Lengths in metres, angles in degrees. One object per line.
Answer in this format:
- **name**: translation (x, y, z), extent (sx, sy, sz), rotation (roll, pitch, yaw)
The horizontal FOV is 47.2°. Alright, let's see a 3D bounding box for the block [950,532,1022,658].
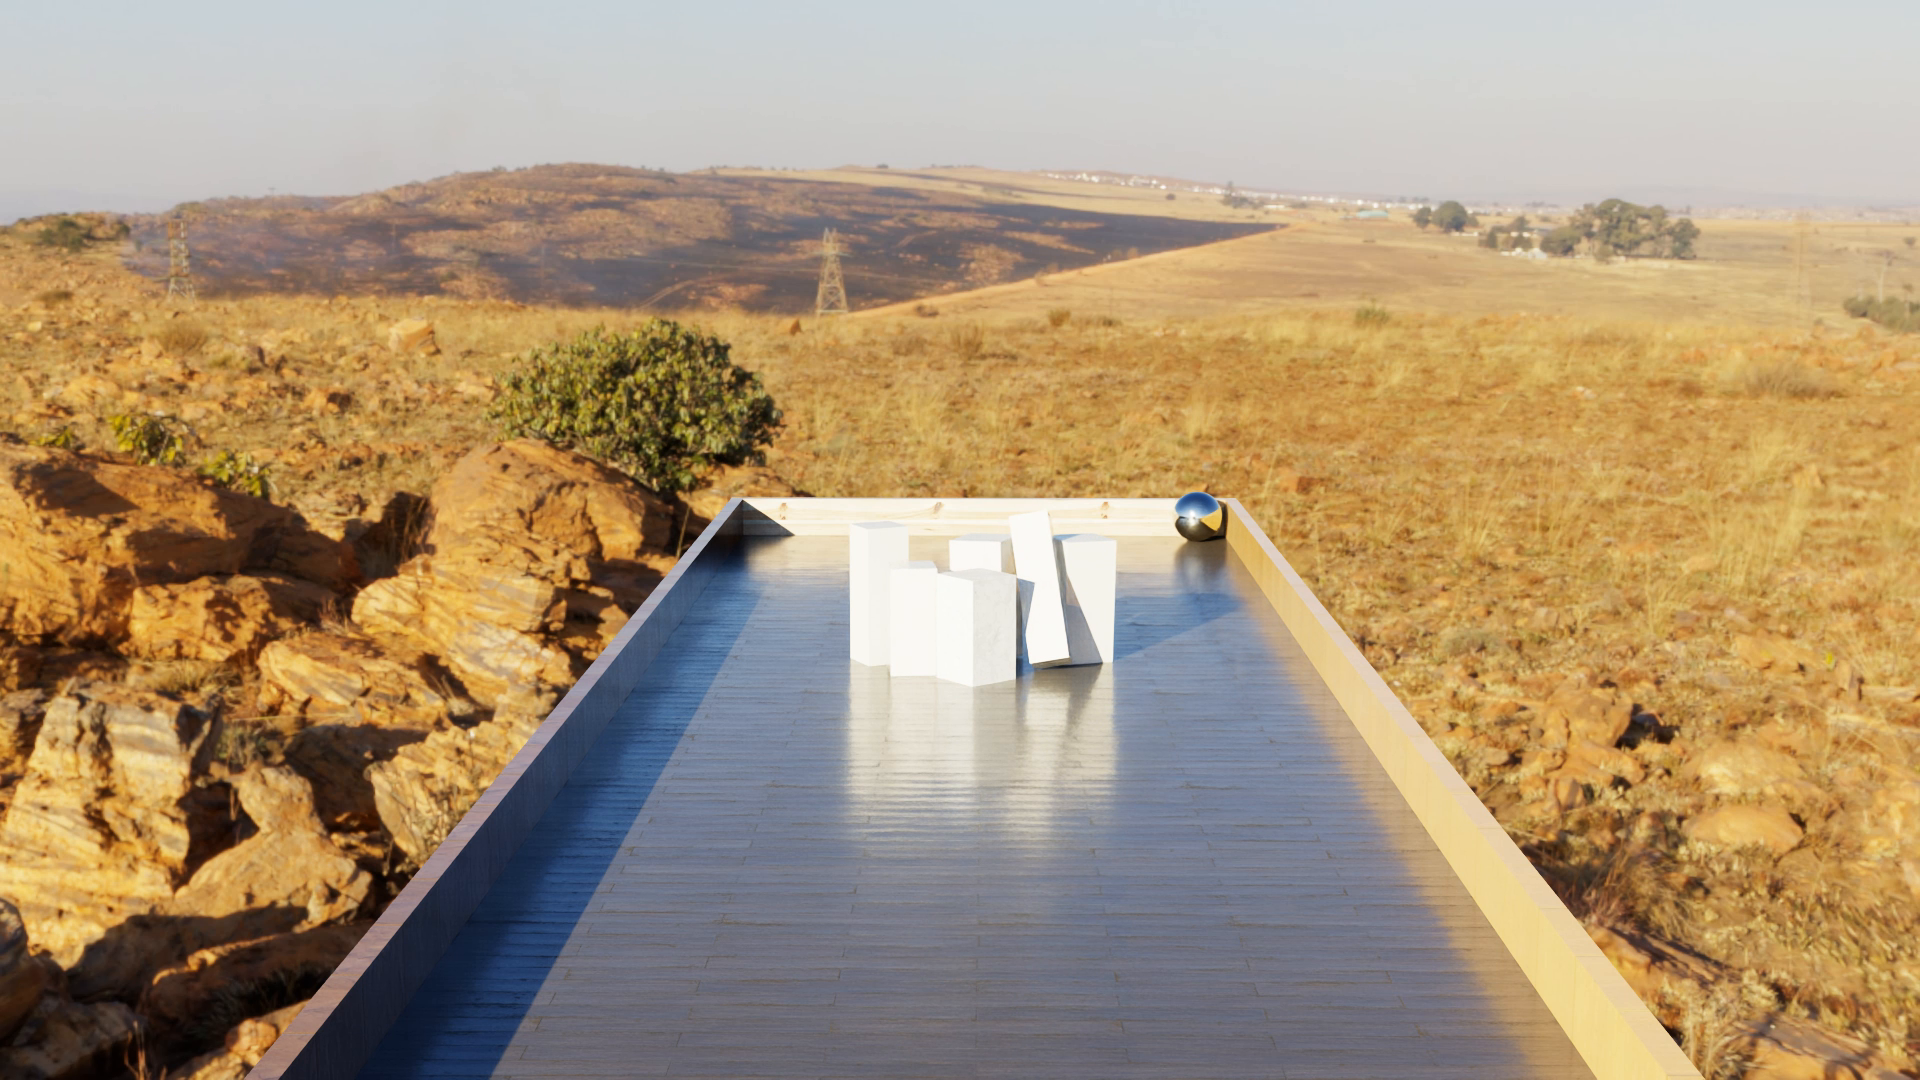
- **block**: translation (0.081, 0.177, 6.681), extent (0.164, 0.374, 0.164), rotation (2, 9, 22)

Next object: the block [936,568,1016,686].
- **block**: translation (0.048, 0.253, 6.429), extent (0.164, 0.309, 0.164), rotation (-7, 12, -39)

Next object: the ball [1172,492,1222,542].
- **ball**: translation (0.967, -0.097, 8.969), extent (0.204, 0.204, 0.204), rotation (0, 9, 0)

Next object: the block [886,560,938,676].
- **block**: translation (-0.143, 0.232, 6.529), extent (0.137, 0.319, 0.137), rotation (-1, 9, -6)

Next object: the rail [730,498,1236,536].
- **rail**: translation (0.099, -0.098, 9.147), extent (2.100, 0.150, 0.050), rotation (0, 9, 1)

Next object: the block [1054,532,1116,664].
- **block**: translation (0.361, 0.177, 6.692), extent (0.162, 0.372, 0.162), rotation (-2, 9, -22)

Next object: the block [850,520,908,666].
- **block**: translation (-0.245, 0.160, 6.669), extent (0.134, 0.416, 0.134), rotation (-5, 10, -27)

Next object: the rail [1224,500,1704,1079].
- **rail**: translation (1.046, 0.843, 3.208), extent (0.050, 0.150, 12.000), rotation (0, 9, 1)

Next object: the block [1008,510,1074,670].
- **block**: translation (0.242, 0.148, 6.557), extent (0.117, 0.450, 0.117), rotation (-10, -13, 7)

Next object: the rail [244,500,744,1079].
- **rail**: translation (-1.004, 0.839, 3.234), extent (0.050, 0.150, 12.000), rotation (0, 9, 1)
